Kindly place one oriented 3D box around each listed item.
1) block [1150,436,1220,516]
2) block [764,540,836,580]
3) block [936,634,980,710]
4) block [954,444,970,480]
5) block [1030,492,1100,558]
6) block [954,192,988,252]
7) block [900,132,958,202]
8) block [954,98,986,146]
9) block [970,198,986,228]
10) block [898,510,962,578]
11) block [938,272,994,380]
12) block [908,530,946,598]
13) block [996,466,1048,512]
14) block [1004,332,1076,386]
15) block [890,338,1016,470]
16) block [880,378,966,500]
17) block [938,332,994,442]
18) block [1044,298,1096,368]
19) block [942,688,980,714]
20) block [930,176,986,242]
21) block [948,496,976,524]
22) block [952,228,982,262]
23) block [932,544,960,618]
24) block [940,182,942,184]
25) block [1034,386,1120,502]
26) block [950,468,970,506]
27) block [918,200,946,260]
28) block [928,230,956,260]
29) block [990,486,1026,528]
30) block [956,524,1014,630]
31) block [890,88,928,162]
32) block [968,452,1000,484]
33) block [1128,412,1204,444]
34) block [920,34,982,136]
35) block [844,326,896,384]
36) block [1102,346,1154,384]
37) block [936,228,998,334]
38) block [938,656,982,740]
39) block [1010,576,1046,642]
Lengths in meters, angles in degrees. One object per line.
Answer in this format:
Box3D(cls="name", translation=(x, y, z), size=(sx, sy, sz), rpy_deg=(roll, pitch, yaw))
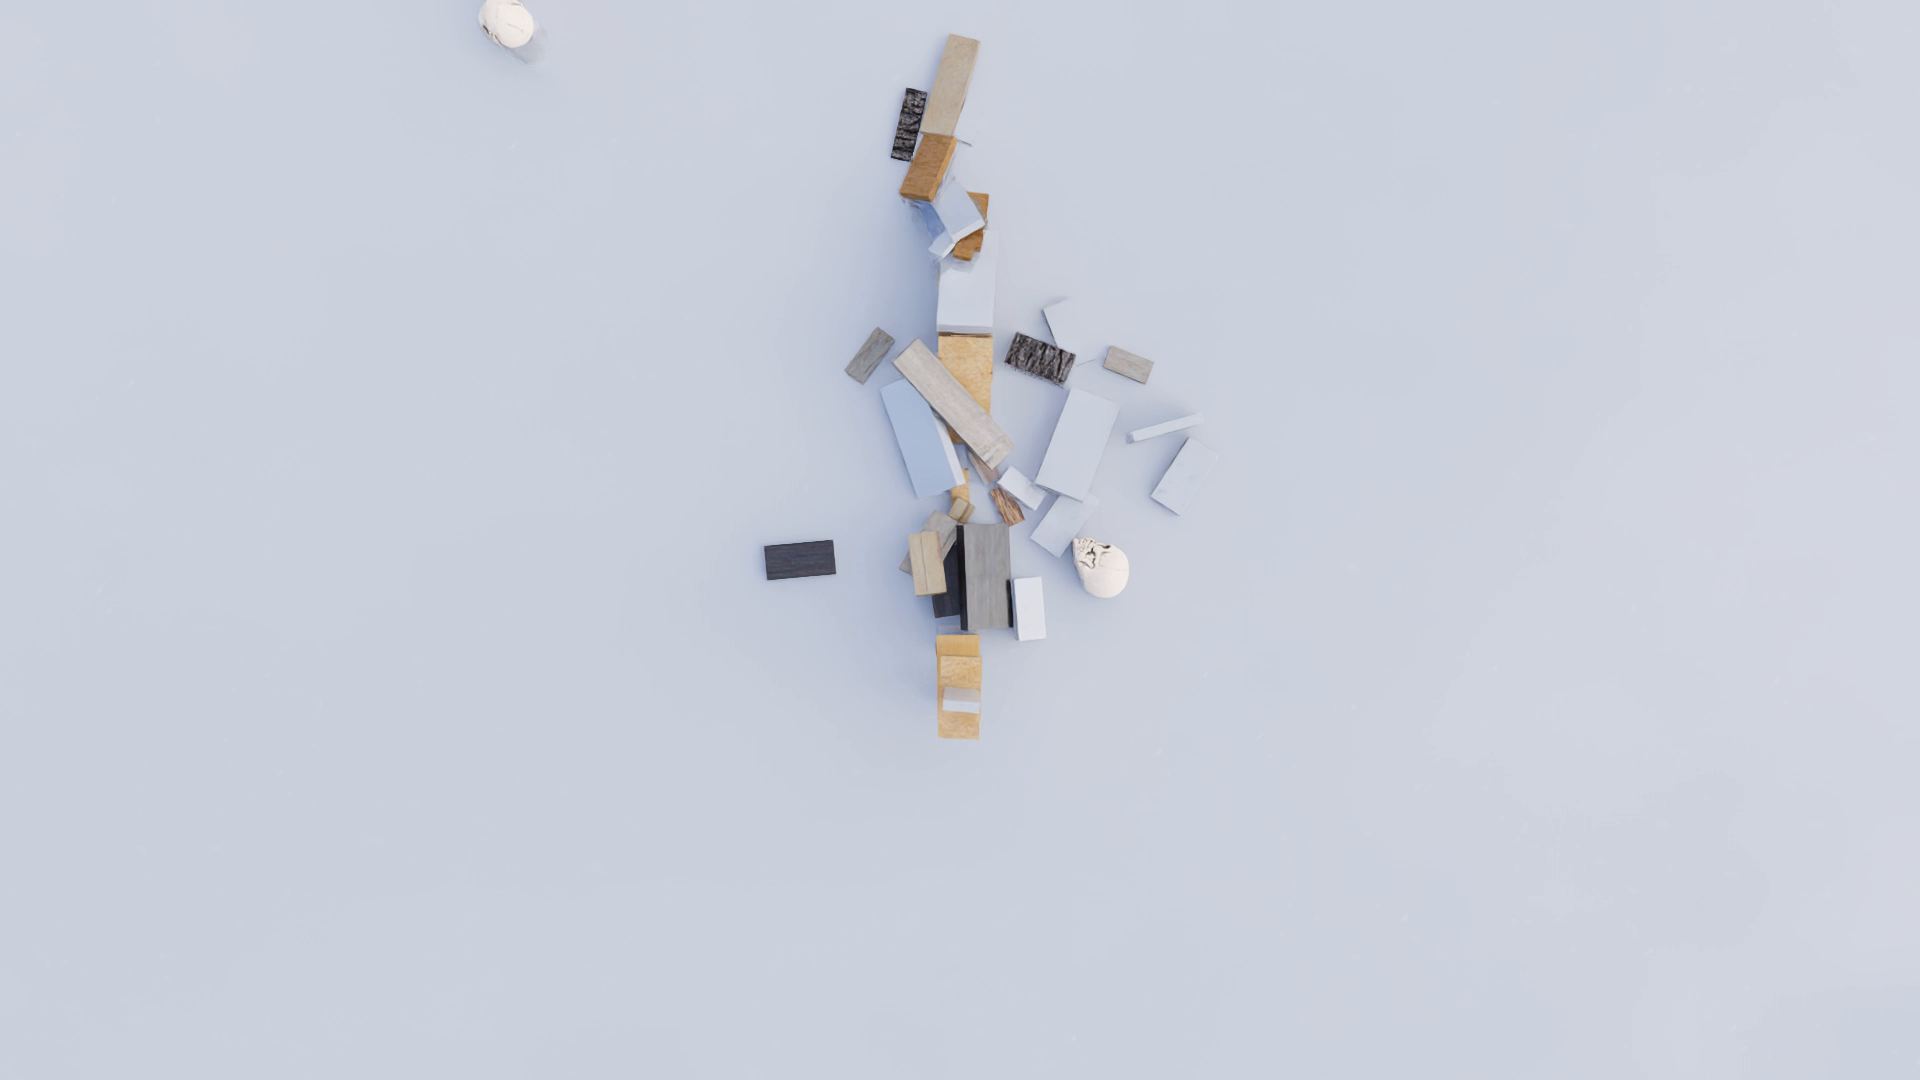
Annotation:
Box3D(cls="block", translation=(0.746, -0.212, 5.483), size=(0.118, 0.034, 0.237), rpy_deg=(33, 90, 0))
Box3D(cls="block", translation=(-0.530, 0.066, 5.484), size=(0.230, 0.033, 0.115), rpy_deg=(-5, 90, 0))
Box3D(cls="block", translation=(-0.005, 0.435, 5.210), size=(0.135, 0.038, 0.271), rpy_deg=(-1, 90, 0))
Box3D(cls="block", translation=(-0.006, -0.257, 5.491), size=(0.060, 0.017, 0.121), rpy_deg=(-8, 90, 0))
Box3D(cls="block", translation=(0.349, -0.070, 5.483), size=(0.118, 0.034, 0.237), rpy_deg=(35, 90, 0))
Box3D(cls="block", translation=(0.030, -1.046, 5.407), size=(0.103, 0.029, 0.206), rpy_deg=(7, 68, 3))
Box3D(cls="block", translation=(-0.104, -1.229, 5.432), size=(0.116, 0.033, 0.231), rpy_deg=(15, 75, 29))
Box3D(cls="block", translation=(0.031, -1.392, 5.490), size=(0.070, 0.020, 0.140), rpy_deg=(21, 90, 0))
Box3D(cls="block", translation=(0.042, -1.061, 5.375), size=(0.061, 0.017, 0.122), rpy_deg=(-14, 56, -5))
Box3D(cls="block", translation=(-0.093, 0.025, 5.432), size=(0.115, 0.033, 0.230), rpy_deg=(29, 79, 8))
Box3D(cls="block", translation=(0.018, -0.706, 5.443), size=(0.179, 0.051, 0.357), rpy_deg=(-1, 92, 0))
Box3D(cls="block", translation=(-0.106, 0.079, 5.389), size=(0.102, 0.029, 0.204), rpy_deg=(-7, 77, 0))
Box3D(cls="block", translation=(0.205, -0.170, 5.474), size=(0.154, 0.022, 0.077), rpy_deg=(37, 71, -2))
Box3D(cls="block", translation=(0.266, -0.600, 5.465), size=(0.214, 0.030, 0.107), rpy_deg=(23, 94, 9))
Box3D(cls="block", translation=(-0.019, -0.441, 5.364), size=(0.116, 0.033, 0.483), rpy_deg=(-46, 106, -8))
Box3D(cls="block", translation=(-0.123, -0.343, 5.428), size=(0.172, 0.049, 0.392), rpy_deg=(-19, 90, 38))
Box3D(cls="block", translation=(0.012, -0.496, 5.410), size=(0.179, 0.051, 0.357), rpy_deg=(2, 111, -1))
Box3D(cls="block", translation=(0.364, -0.685, 5.485), size=(0.107, 0.030, 0.214), rpy_deg=(-21, 90, 0))
Box3D(cls="block", translation=(0.004, 0.460, 4.751), size=(0.102, 0.317, 0.029), rpy_deg=(5, 91, 0))
Box3D(cls="block", translation=(-0.016, -1.079, 5.366), size=(0.116, 0.033, 0.231), rpy_deg=(-30, 54, 3))
Box3D(cls="block", translation=(-0.010, -0.068, 5.479), size=(0.068, 0.019, 0.137), rpy_deg=(30, 100, 0))
Box3D(cls="block", translation=(0.025, -0.965, 5.348), size=(0.061, 0.017, 0.122), rpy_deg=(17, 69, 7))
Box3D(cls="block", translation=(-0.043, 0.137, 5.464), size=(0.115, 0.033, 0.230), rpy_deg=(-8, 90, 0))
Box3D(cls="block", translation=(-0.098, -1.191, 5.490), size=(0.070, 0.020, 0.140), rpy_deg=(-12, 90, 0))
Box3D(cls="block", translation=(0.388, -0.314, 5.455), size=(0.172, 0.049, 0.345), rpy_deg=(21, 83, 0))
Box3D(cls="block", translation=(-0.001, -0.174, 5.479), size=(0.060, 0.017, 0.121), rpy_deg=(-3, 102, 0))
Box3D(cls="block", translation=(-0.057, -1.047, 5.474), size=(0.103, 0.029, 0.206), rpy_deg=(-21, 96, 1))
Box3D(cls="block", translation=(-0.042, -0.969, 5.342), size=(0.061, 0.017, 0.122), rpy_deg=(31, 76, 33))
Box3D(cls="block", translation=(0.159, -0.115, 5.490), size=(0.068, 0.019, 0.137), rpy_deg=(-24, 90, 0))
Box3D(cls="block", translation=(0.082, 0.120, 5.436), size=(0.172, 0.049, 0.345), rpy_deg=(-2, 90, -30))
Box3D(cls="block", translation=(-0.170, -1.382, 5.490), size=(0.070, 0.020, 0.236), rpy_deg=(13, 90, 0))
Box3D(cls="block", translation=(0.080, -0.249, 5.491), size=(0.060, 0.017, 0.121), rpy_deg=(-30, 90, 0))
Box3D(cls="block", translation=(0.680, -0.369, 5.441), size=(0.237, 0.118, 0.034), rpy_deg=(-16, 90, 0))
Box3D(cls="block", translation=(-0.031, -1.504, 5.475), size=(0.107, 0.030, 0.339), rpy_deg=(17, 90, 11))
Box3D(cls="block", translation=(-0.300, -0.614, 5.489), size=(0.077, 0.022, 0.185), rpy_deg=(37, 90, 0))
Box3D(cls="block", translation=(0.560, -0.583, 5.489), size=(0.154, 0.022, 0.077), rpy_deg=(22, 90, 0))
Box3D(cls="block", translation=(0.025, -0.842, 5.366), size=(0.179, 0.051, 0.357), rpy_deg=(3, 68, 2))
Box3D(cls="block", translation=(0.000, 0.470, 4.927), size=(0.123, 0.035, 0.246), rpy_deg=(3, 90, 0))
Box3D(cls="block", translation=(0.226, 0.228, 5.465), size=(0.102, 0.029, 0.204), rpy_deg=(-5, 90, -26))
